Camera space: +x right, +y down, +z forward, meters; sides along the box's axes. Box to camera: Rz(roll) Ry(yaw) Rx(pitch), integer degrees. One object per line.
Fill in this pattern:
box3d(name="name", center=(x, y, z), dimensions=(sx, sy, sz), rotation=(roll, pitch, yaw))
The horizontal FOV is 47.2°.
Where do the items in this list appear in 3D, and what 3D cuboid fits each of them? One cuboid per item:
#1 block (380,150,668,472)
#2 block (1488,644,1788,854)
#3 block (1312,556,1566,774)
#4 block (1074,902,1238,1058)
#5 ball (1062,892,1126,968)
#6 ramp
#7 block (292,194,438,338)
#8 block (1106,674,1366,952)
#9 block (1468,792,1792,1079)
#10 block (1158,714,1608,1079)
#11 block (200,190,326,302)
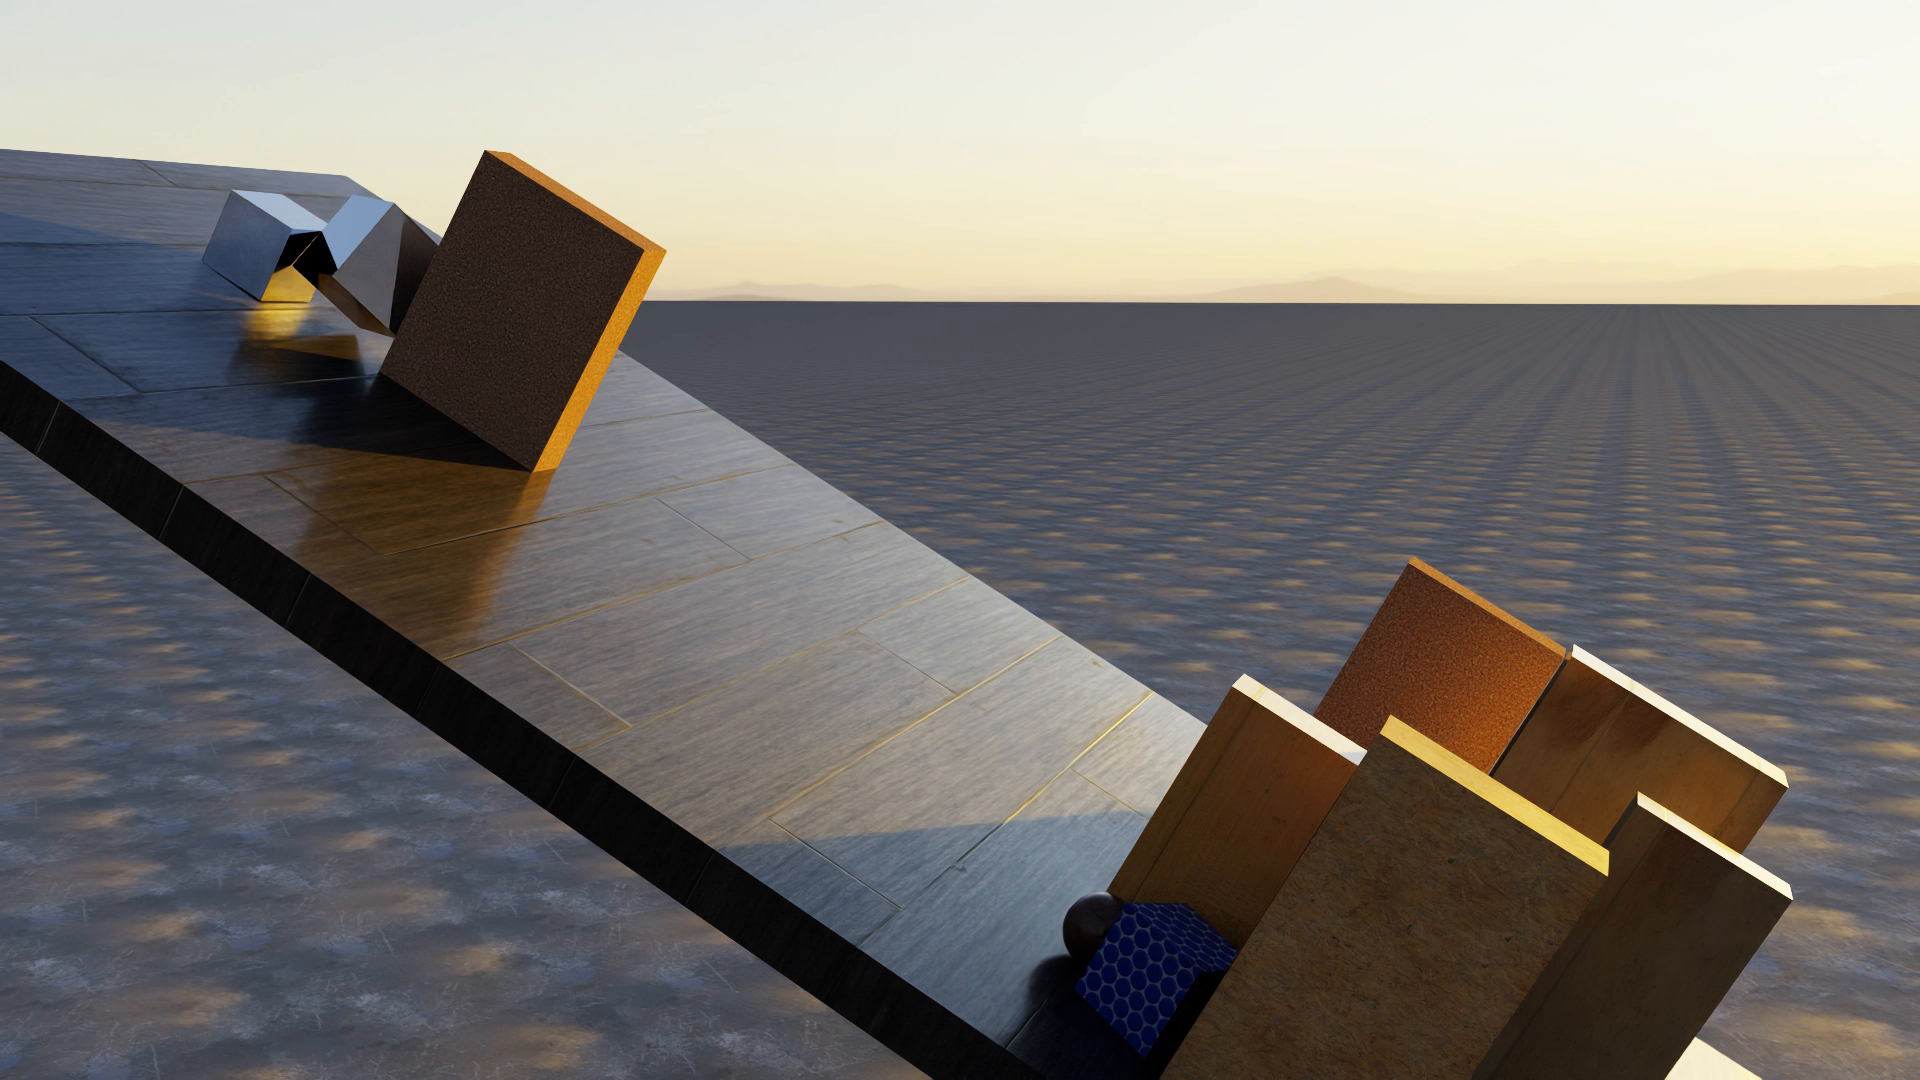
box3d(name="block", center=(-0.840, -0.438, 4.213), dimensions=(0.377, 0.483, 0.100), rotation=(32, 15, 11))
box3d(name="block", center=(1.089, 0.603, 3.939), dimensions=(0.418, 0.708, 0.125), rotation=(32, 15, 11))
box3d(name="block", center=(0.874, 0.398, 4.359), dimensions=(0.342, 0.639, 0.107), rotation=(32, 15, 11))
box3d(name="block", center=(0.312, 0.665, 3.335), dimensions=(0.162, 0.162, 0.162), rotation=(12, 23, -50))
box3d(name="ball", center=(0.220, 0.610, 3.428), dimensions=(0.120, 0.120, 0.120), rotation=(0, 7, 0))
box3d(name="ramp", center=(-0.185, 0.305, 4.128), dimensions=(4.000, 0.100, 2.000), rotation=(32, 15, 11))
box3d(name="block", center=(-1.143, -0.535, 4.307), dimensions=(0.187, 0.187, 0.187), rotation=(17, -24, 48))
box3d(name="block", center=(0.463, 0.518, 3.463), dimensions=(0.351, 0.491, 0.110), rotation=(32, 15, 11))
box3d(name="block", center=(1.022, 0.740, 3.501), dimensions=(0.266, 0.631, 0.089), rotation=(32, 15, 11))
box3d(name="block", center=(0.594, 0.613, 3.126), dimensions=(0.353, 0.623, 0.134), rotation=(32, 15, 11))
box3d(name="block", center=(-1.360, -0.580, 4.344), dimensions=(0.158, 0.158, 0.158), rotation=(32, 15, 14))
